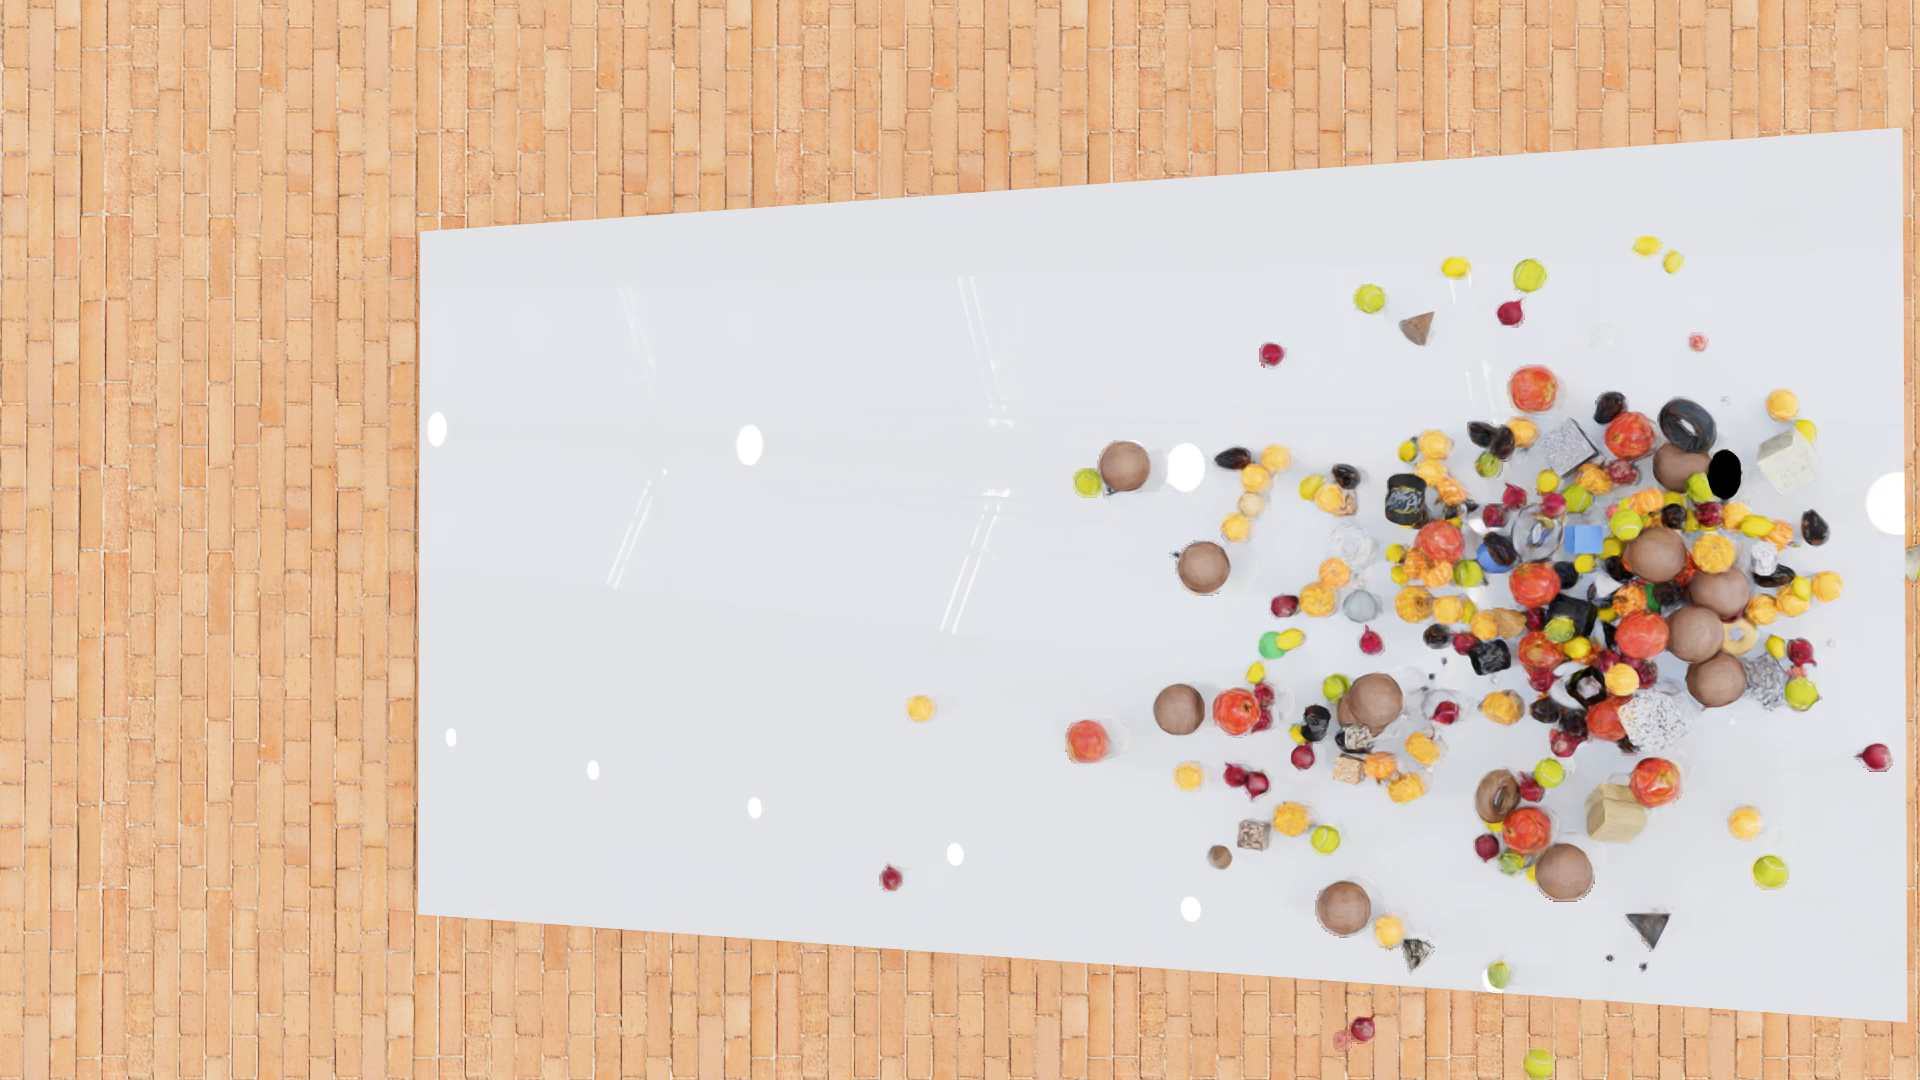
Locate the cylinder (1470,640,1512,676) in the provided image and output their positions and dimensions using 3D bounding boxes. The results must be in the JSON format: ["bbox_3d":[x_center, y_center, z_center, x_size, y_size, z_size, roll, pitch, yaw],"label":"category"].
[{"bbox_3d":[1.256,0.279,5.211,0.072,0.072,0.072,-15,89,-8],"label":"cylinder"}]

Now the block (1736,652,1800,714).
[{"bbox_3d":[1.825,0.321,4.968,0.082,0.082,0.082,-37,121,18],"label":"block"}]

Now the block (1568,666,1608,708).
[{"bbox_3d":[1.415,0.331,4.952,0.059,0.059,0.059,42,46,-18],"label":"block"}]

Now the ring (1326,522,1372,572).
[{"bbox_3d":[0.951,0.018,5.370,0.121,0.040,0.121,0,91,32],"label":"ring"}]

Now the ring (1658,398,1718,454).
[{"bbox_3d":[1.632,-0.255,4.928,0.048,0.143,0.143,-40,89,-22],"label":"ring"}]

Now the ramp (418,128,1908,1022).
[{"bbox_3d":[0.283,0.086,5.726,4.000,0.100,2.000,0,89,22],"label":"ramp"}]

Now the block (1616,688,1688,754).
[{"bbox_3d":[1.548,0.405,4.916,0.094,0.094,0.094,-41,48,31],"label":"block"}]

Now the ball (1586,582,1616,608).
[{"bbox_3d":[1.483,0.125,5.085,0.065,0.065,0.065,0,89,0],"label":"ball"}]

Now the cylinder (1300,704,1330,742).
[{"bbox_3d":[0.866,0.446,5.358,0.065,0.065,0.065,1,49,-1],"label":"cylinder"}]

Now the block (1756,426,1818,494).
[{"bbox_3d":[1.856,-0.180,4.932,0.091,0.091,0.091,-33,103,37],"label":"block"}]

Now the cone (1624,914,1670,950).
[{"bbox_3d":[1.573,0.882,5.070,0.093,0.093,0.093,26,89,17],"label":"cone"}]

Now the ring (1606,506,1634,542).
[{"bbox_3d":[1.526,-0.038,5.083,0.031,0.093,0.093,-31,89,7],"label":"ring"}]

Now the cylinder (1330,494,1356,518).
[{"bbox_3d":[0.935,-0.083,5.377,0.050,0.050,0.050,-14,89,22],"label":"cylinder"}]

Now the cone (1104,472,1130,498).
[{"bbox_3d":[0.407,-0.142,5.608,0.067,0.067,0.067,-4,89,-5],"label":"cone"}]

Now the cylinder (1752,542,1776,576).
[{"bbox_3d":[1.814,0.042,4.962,0.054,0.054,0.054,-10,50,12],"label":"cylinder"}]

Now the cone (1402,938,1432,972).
[{"bbox_3d":[1.086,1.002,5.256,0.073,0.073,0.073,19,62,0],"label":"cone"}]

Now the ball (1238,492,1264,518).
[{"bbox_3d":[0.722,-0.088,5.457,0.066,0.066,0.066,0,89,0],"label":"ball"}]

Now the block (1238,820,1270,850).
[{"bbox_3d":[0.728,0.731,5.446,0.064,0.064,0.064,4,91,22],"label":"block"}]

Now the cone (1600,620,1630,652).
[{"bbox_3d":[1.517,0.212,5.131,0.067,0.067,0.067,-35,65,0],"label":"cone"}]

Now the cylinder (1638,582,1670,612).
[{"bbox_3d":[1.610,0.132,5.095,0.051,0.051,0.051,-46,71,-1],"label":"cylinder"}]

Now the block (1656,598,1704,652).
[{"bbox_3d":[1.649,0.195,5.037,0.089,0.089,0.089,5,69,14],"label":"block"}]

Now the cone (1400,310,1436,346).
[{"bbox_3d":[1.121,-0.527,5.313,0.083,0.083,0.083,45,85,1],"label":"cone"}]

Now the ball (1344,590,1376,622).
[{"bbox_3d":[0.972,0.161,5.343,0.080,0.080,0.080,0,89,0],"label":"ball"}]

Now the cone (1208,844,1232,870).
[{"bbox_3d":[0.639,0.795,5.482,0.064,0.064,0.064,0,89,22],"label":"cone"}]

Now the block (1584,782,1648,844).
[{"bbox_3d":[1.508,0.629,5.058,0.099,0.099,0.099,7,58,-5],"label":"block"}]

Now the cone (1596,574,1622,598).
[{"bbox_3d":[1.490,0.103,5.019,0.055,0.055,0.055,5,82,-42],"label":"cone"}]

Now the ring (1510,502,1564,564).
[{"bbox_3d":[1.336,-0.015,5.090,0.048,0.145,0.145,10,89,-31],"label":"ring"}]

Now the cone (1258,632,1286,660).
[{"bbox_3d":[0.763,0.262,5.432,0.072,0.072,0.072,0,89,22],"label":"cone"}]

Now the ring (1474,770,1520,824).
[{"bbox_3d":[1.268,0.605,5.189,0.134,0.045,0.134,-10,106,-35],"label":"ring"}]

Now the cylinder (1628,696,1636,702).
[{"bbox_3d":[1.580,0.389,5.104,0.051,0.051,0.051,-5,89,0],"label":"cylinder"}]

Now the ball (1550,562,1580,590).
[{"bbox_3d":[1.421,0.083,5.166,0.066,0.066,0.066,0,89,0],"label":"ball"}]

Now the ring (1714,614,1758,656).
[{"bbox_3d":[1.777,0.217,5.036,0.095,0.032,0.095,0,89,24],"label":"ring"}]

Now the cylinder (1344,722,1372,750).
[{"bbox_3d":[0.943,0.465,5.218,0.059,0.059,0.059,-6,89,10],"label":"cylinder"}]

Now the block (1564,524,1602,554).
[{"bbox_3d":[1.449,-0.001,5.111,0.066,0.066,0.066,1,88,-3],"label":"block"}]

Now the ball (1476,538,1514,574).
[{"bbox_3d":[1.270,0.037,5.219,0.085,0.085,0.085,0,89,0],"label":"ball"}]

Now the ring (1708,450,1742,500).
[{"bbox_3d":[1.657,-0.142,4.763,0.107,0.036,0.107,-4,95,-42],"label":"ring"}]

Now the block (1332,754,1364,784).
[{"bbox_3d":[0.947,0.559,5.360,0.059,0.059,0.059,12,94,22],"label":"block"}]

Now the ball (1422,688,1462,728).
[{"bbox_3d":[1.152,0.402,5.259,0.093,0.093,0.093,0,89,0],"label":"ball"}]

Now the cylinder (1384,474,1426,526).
[{"bbox_3d":[1.044,-0.096,5.159,0.090,0.090,0.090,0,121,0],"label":"cylinder"}]

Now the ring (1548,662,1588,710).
[{"bbox_3d":[1.426,0.340,5.109,0.116,0.039,0.116,4,103,18],"label":"ring"}]

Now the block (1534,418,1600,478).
[{"bbox_3d":[1.422,-0.215,5.151,0.100,0.100,0.100,-38,76,18],"label":"block"}]
